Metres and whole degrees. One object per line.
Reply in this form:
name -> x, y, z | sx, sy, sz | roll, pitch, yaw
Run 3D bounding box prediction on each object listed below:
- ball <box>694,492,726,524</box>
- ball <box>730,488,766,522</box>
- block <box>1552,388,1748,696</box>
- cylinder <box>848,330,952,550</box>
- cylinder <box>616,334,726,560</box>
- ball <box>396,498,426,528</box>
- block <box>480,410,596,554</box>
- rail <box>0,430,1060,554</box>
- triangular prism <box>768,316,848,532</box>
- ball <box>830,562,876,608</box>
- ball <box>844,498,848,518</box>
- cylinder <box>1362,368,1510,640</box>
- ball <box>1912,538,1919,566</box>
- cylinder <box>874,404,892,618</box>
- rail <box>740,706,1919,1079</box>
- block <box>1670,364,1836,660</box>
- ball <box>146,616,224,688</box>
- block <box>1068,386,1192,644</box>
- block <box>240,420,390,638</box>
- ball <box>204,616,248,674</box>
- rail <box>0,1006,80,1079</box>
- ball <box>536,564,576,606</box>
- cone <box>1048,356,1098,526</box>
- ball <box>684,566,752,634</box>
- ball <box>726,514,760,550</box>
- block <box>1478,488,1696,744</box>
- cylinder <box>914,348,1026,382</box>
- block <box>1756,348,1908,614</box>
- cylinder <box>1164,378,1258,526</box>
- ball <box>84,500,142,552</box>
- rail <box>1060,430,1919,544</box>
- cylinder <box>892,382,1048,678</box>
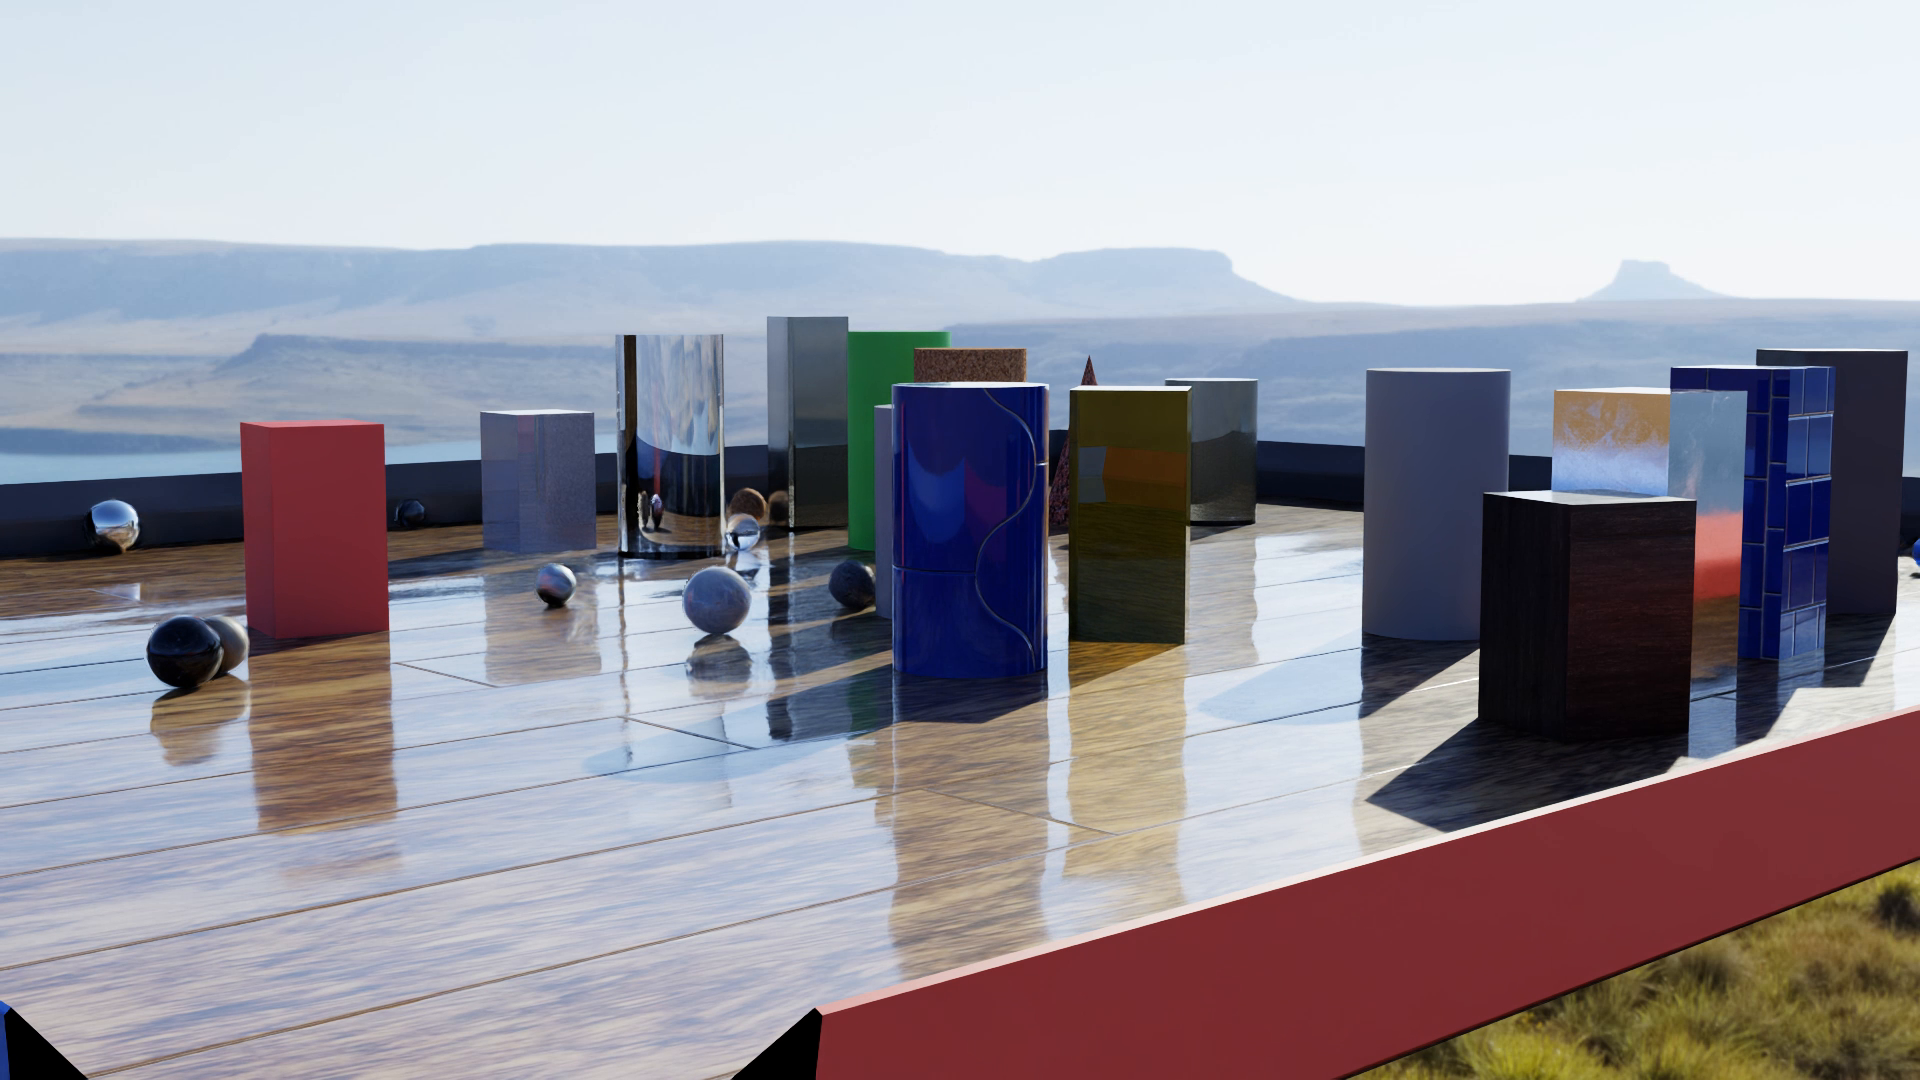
ball -> -0.521, -0.067, 4.580 | 0.068, 0.068, 0.068 | 0, 6, 0
ball -> -0.442, -0.071, 4.590 | 0.073, 0.073, 0.073 | 0, 6, 0
block -> 0.811, -0.002, 2.600 | 0.156, 0.350, 0.156 | -5, 8, -39
cylinder -> -0.114, -0.190, 4.139 | 0.195, 0.404, 0.195 | 0, 6, 0
cylinder -> -0.527, -0.174, 4.003 | 0.195, 0.400, 0.195 | 0, 6, 0
ball -> -1.122, -0.054, 4.491 | 0.061, 0.061, 0.061 | 0, 6, 0
block -> -0.789, -0.112, 4.114 | 0.156, 0.255, 0.156 | -5, 7, -37
rail -> -1.121, -0.093, 4.540 | 3.810, 0.127, 0.045 | -5, 8, -42
triangular prism -> -0.339, -0.242, 4.508 | 0.146, 0.431, 0.169 | 5, 8, 40
ball -> -0.160, 0.066, 3.299 | 0.070, 0.070, 0.070 | 0, 6, 0
ball -> -0.207, -0.067, 4.578 | 0.068, 0.068, 0.068 | 0, 6, 0
cylinder -> 0.659, -0.054, 3.047 | 0.195, 0.362, 0.195 | 0, 6, 0
ball -> 1.657, 0.021, 3.743 | 0.067, 0.067, 0.067 | 0, 6, 0
cylinder -> -0.027, -0.044, 3.227 | 0.195, 0.304, 0.195 | 0, 6, 0
rail -> 1.121, 0.159, 2.124 | 3.810, 0.127, 0.045 | -5, 8, -42
block -> 1.036, -0.042, 2.889 | 0.156, 0.370, 0.156 | 5, 8, 41
ball -> -0.914, 0.132, 2.593 | 0.086, 0.086, 0.086 | 0, 6, 0
block -> 0.234, -0.038, 3.007 | 0.156, 0.338, 0.156 | 1, 6, 8
block -> -0.903, -0.020, 3.076 | 0.156, 0.287, 0.156 | -4, 7, -32
ball -> -0.911, 0.128, 2.702 | 0.071, 0.071, 0.071 | 0, 6, 0
rail -> -1.383, 0.166, 2.063 | 0.045, 0.127, 3.352 | -5, 8, -42
ball -> -0.611, 0.068, 3.322 | 0.061, 0.061, 0.061 | 0, 6, 0
cone -> 0.271, -0.214, 4.620 | 0.195, 0.352, 0.195 | 0, 6, 0
ball -> -0.334, 0.083, 3.023 | 0.093, 0.093, 0.093 | 0, 6, 0
ball -> -0.405, -0.015, 4.081 | 0.068, 0.068, 0.068 | 0, 6, 0
block -> 0.668, 0.076, 2.353 | 0.156, 0.247, 0.156 | -2, 6, -21
cylinder -> 0.018, -0.143, 3.818 | 0.195, 0.378, 0.195 | 0, 6, 0
block -> 1.296, -0.092, 3.293 | 0.156, 0.385, 0.156 | -1, 6, -5
cylinder -> 0.525, -0.187, 4.611 | 0.195, 0.299, 0.195 | 0, 6, 0
ball -> -1.558, -0.026, 4.046 | 0.098, 0.098, 0.098 | 0, 6, 0
rail -> 1.383, -0.100, 4.601 | 0.045, 0.127, 3.352 | -5, 8, -42
cylinder -> 0.013, -0.017, 2.742 | 0.195, 0.352, 0.195 | 0, 6, 0
